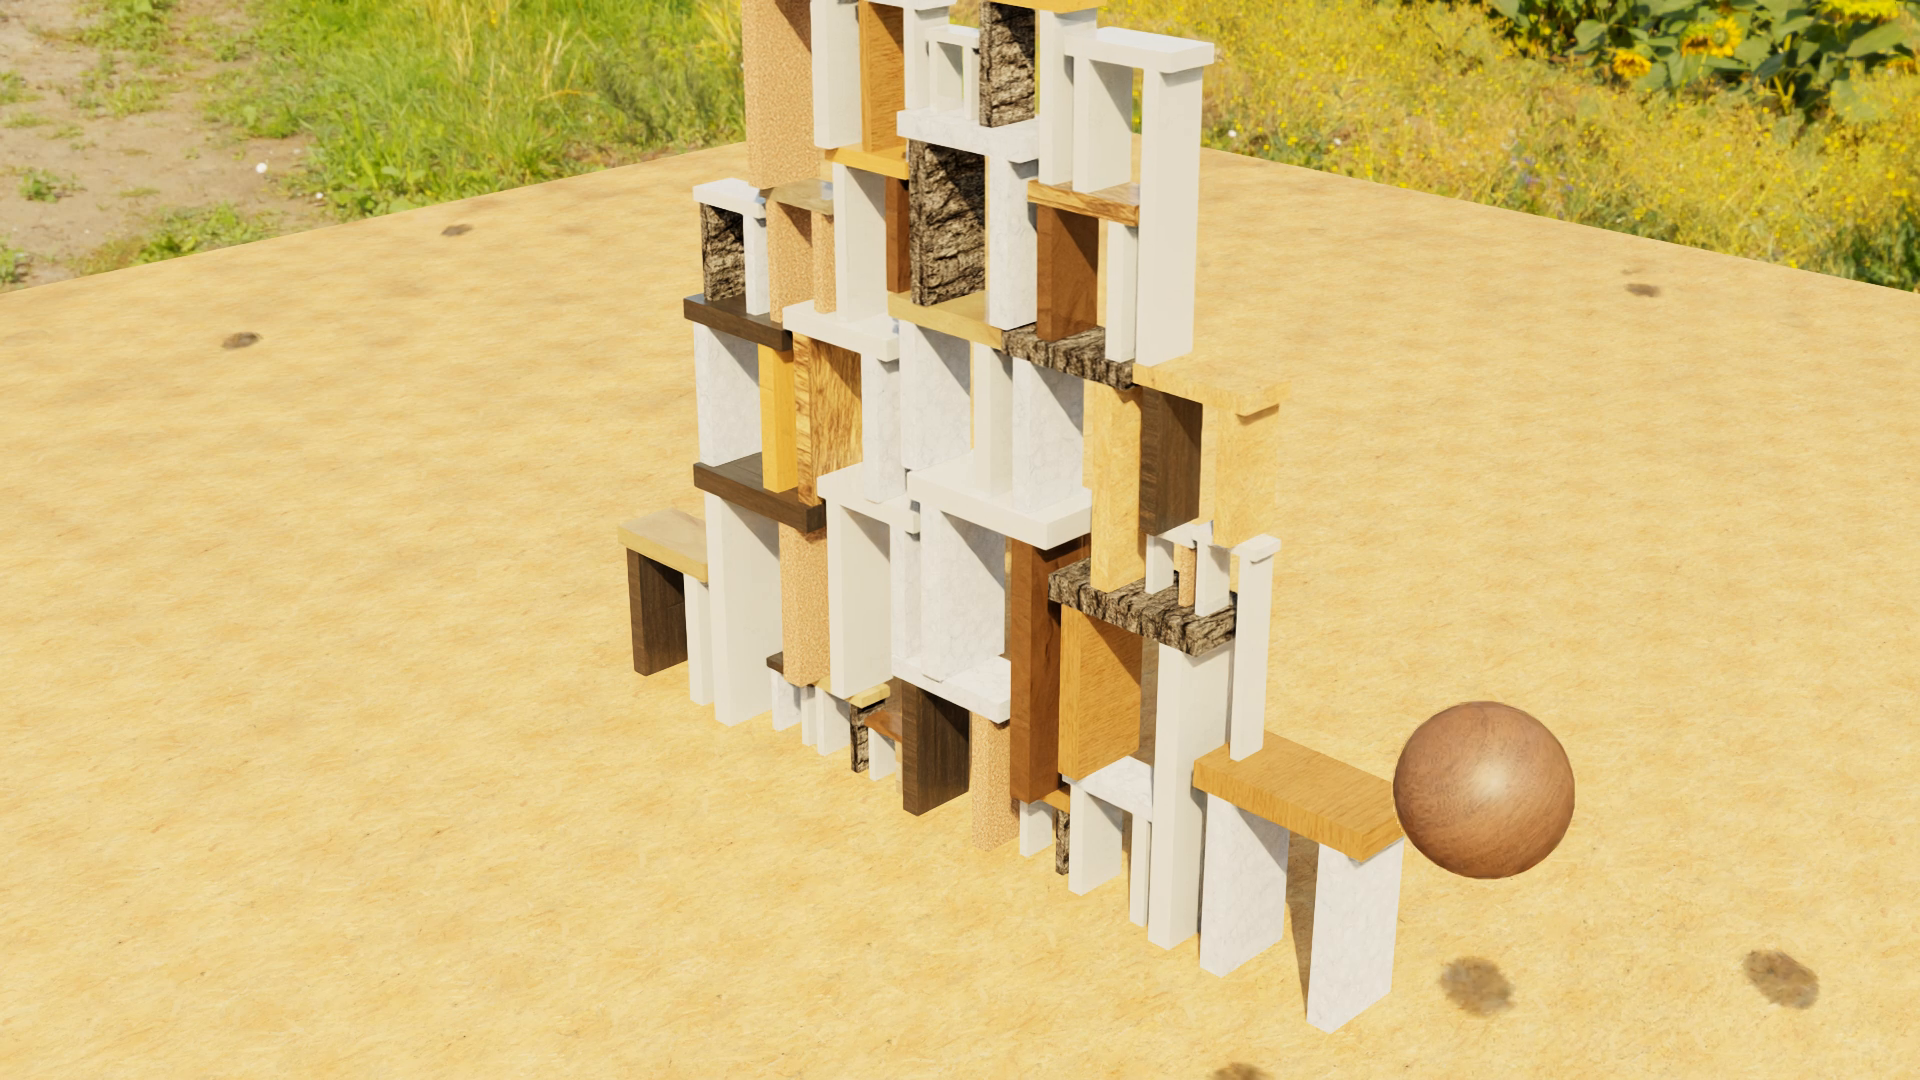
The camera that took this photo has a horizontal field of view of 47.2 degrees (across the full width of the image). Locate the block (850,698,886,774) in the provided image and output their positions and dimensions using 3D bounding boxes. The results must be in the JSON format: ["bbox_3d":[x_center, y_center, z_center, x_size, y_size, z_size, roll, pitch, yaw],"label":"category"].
[{"bbox_3d":[-0.193,0.402,4.609,0.080,0.159,0.023,-21,31,-41],"label":"block"}]

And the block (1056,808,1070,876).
[{"bbox_3d":[0.216,0.569,4.237,0.072,0.143,0.020,-21,31,-41],"label":"block"}]

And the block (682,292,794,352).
[{"bbox_3d":[-0.405,-0.455,4.471,0.309,0.044,0.154,22,31,40],"label":"block"}]

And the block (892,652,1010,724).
[{"bbox_3d":[0.021,0.268,4.316,0.148,0.042,0.296,-21,31,-41],"label":"block"}]

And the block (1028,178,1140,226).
[{"bbox_3d":[0.243,-0.579,3.709,0.120,0.034,0.240,-22,31,-40],"label":"block"}]

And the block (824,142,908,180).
[{"bbox_3d":[-0.137,-0.710,4.069,0.109,0.031,0.218,-22,31,-40],"label":"block"}]

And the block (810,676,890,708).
[{"bbox_3d":[-0.231,0.304,4.608,0.080,0.023,0.159,-21,31,-40],"label":"block"}]

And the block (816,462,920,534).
[{"bbox_3d":[-0.138,-0.088,4.341,0.139,0.039,0.277,-21,31,-40],"label":"block"}]

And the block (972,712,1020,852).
[{"bbox_3d":[0.091,0.451,4.318,0.042,0.296,0.148,21,31,41],"label":"block"}]

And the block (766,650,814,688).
[{"bbox_3d":[-0.340,0.273,4.718,0.146,0.021,0.073,21,31,41],"label":"block"}]

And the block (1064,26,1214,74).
[{"bbox_3d":[0.289,-0.795,3.564,0.223,0.032,0.112,21,31,41],"label":"block"}]

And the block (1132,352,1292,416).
[{"bbox_3d":[0.418,-0.265,3.658,0.239,0.034,0.120,21,31,41],"label":"block"}]

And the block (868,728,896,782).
[{"bbox_3d":[-0.162,0.436,4.578,0.017,0.121,0.060,21,31,41],"label":"block"}]

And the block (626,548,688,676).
[{"bbox_3d":[-0.679,0.143,5.028,0.044,0.310,0.155,21,31,41],"label":"block"}]

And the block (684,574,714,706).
[{"bbox_3d":[-0.533,0.200,4.894,0.044,0.310,0.155,21,31,41],"label":"block"}]

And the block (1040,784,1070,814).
[{"bbox_3d":[0.183,0.480,4.237,0.072,0.020,0.143,-21,31,-40],"label":"block"}]

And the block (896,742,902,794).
[{"bbox_3d":[-0.105,0.458,4.526,0.017,0.121,0.060,21,31,41],"label":"block"}]

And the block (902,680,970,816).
[{"bbox_3d":[-0.049,0.397,4.447,0.042,0.296,0.148,21,31,41],"label":"block"}]

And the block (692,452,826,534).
[{"bbox_3d":[-0.371,-0.112,4.574,0.359,0.051,0.180,22,31,40],"label":"block"}]

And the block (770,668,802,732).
[{"bbox_3d":[-0.375,0.336,4.782,0.021,0.146,0.073,21,31,41],"label":"block"}]

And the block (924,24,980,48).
[{"bbox_3d":[0.005,-0.879,3.834,0.063,0.018,0.127,-22,31,-40],"label":"block"}]

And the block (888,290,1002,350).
[{"bbox_3d":[0.021,-0.416,4.026,0.146,0.041,0.292,-22,31,-40],"label":"block"}]

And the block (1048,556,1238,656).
[{"bbox_3d":[0.341,0.106,3.900,0.172,0.049,0.344,-22,31,-40],"label":"block"}]

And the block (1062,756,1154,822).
[{"bbox_3d":[0.313,0.451,4.072,0.229,0.032,0.114,21,31,41],"label":"block"}]

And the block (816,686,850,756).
[{"bbox_3d":[-0.268,0.373,4.678,0.080,0.159,0.023,-21,31,-41],"label":"block"}]

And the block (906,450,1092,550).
[{"bbox_3d":[0.090,-0.079,4.098,0.180,0.051,0.359,-22,31,-40],"label":"block"}]

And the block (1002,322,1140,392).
[{"bbox_3d":[0.226,-0.329,3.832,0.144,0.041,0.288,-22,31,-40],"label":"block"}]

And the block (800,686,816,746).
[{"bbox_3d":[-0.306,0.363,4.719,0.021,0.146,0.073,21,31,41],"label":"block"}]

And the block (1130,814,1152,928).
[{"bbox_3d":[0.366,0.592,4.073,0.032,0.229,0.114,21,31,41],"label":"block"}]

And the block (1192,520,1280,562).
[{"bbox_3d":[0.466,-0.001,3.717,0.068,0.019,0.136,-22,32,-40],"label":"block"}]

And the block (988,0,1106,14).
[{"bbox_3d":[0.130,-0.917,3.684,0.107,0.030,0.214,-21,31,-39],"label":"block"}]

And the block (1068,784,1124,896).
[{"bbox_3d":[0.259,0.550,4.172,0.032,0.229,0.114,21,31,41],"label":"block"}]

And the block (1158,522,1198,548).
[{"bbox_3d":[0.377,-0.016,3.813,0.113,0.016,0.057,21,31,41],"label":"block"}]

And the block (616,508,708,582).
[{"bbox_3d":[-0.606,0.009,4.892,0.310,0.044,0.155,21,31,41],"label":"block"}]

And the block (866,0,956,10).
[{"bbox_3d":[-0.101,-0.972,3.918,0.176,0.025,0.088,21,31,40],"label":"block"}]

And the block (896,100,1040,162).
[{"bbox_3d":[0.048,-0.720,3.863,0.151,0.043,0.302,-22,31,-40],"label":"block"}]

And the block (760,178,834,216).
[{"bbox_3d":[-0.285,-0.669,4.252,0.200,0.028,0.100,21,31,40],"label":"block"}]

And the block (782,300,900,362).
[{"bbox_3d":[-0.190,-0.414,4.253,0.295,0.042,0.148,21,31,41],"label":"block"}]

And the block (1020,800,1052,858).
[{"bbox_3d":[0.149,0.542,4.300,0.020,0.143,0.072,21,31,41],"label":"block"}]

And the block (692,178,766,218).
[{"bbox_3d":[-0.430,-0.685,4.401,0.203,0.029,0.101,21,31,40],"label":"block"}]

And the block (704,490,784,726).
[{"bbox_3d":[-0.456,0.128,4.767,0.051,0.541,0.180,21,31,41],"label":"block"}]

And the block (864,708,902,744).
[{"bbox_3d":[-0.133,0.384,4.525,0.121,0.017,0.060,21,31,41],"label":"block"}]

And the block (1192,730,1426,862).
[{"bbox_3d":[0.595,0.431,3.768,0.356,0.050,0.178,21,31,41],"label":"block"}]
